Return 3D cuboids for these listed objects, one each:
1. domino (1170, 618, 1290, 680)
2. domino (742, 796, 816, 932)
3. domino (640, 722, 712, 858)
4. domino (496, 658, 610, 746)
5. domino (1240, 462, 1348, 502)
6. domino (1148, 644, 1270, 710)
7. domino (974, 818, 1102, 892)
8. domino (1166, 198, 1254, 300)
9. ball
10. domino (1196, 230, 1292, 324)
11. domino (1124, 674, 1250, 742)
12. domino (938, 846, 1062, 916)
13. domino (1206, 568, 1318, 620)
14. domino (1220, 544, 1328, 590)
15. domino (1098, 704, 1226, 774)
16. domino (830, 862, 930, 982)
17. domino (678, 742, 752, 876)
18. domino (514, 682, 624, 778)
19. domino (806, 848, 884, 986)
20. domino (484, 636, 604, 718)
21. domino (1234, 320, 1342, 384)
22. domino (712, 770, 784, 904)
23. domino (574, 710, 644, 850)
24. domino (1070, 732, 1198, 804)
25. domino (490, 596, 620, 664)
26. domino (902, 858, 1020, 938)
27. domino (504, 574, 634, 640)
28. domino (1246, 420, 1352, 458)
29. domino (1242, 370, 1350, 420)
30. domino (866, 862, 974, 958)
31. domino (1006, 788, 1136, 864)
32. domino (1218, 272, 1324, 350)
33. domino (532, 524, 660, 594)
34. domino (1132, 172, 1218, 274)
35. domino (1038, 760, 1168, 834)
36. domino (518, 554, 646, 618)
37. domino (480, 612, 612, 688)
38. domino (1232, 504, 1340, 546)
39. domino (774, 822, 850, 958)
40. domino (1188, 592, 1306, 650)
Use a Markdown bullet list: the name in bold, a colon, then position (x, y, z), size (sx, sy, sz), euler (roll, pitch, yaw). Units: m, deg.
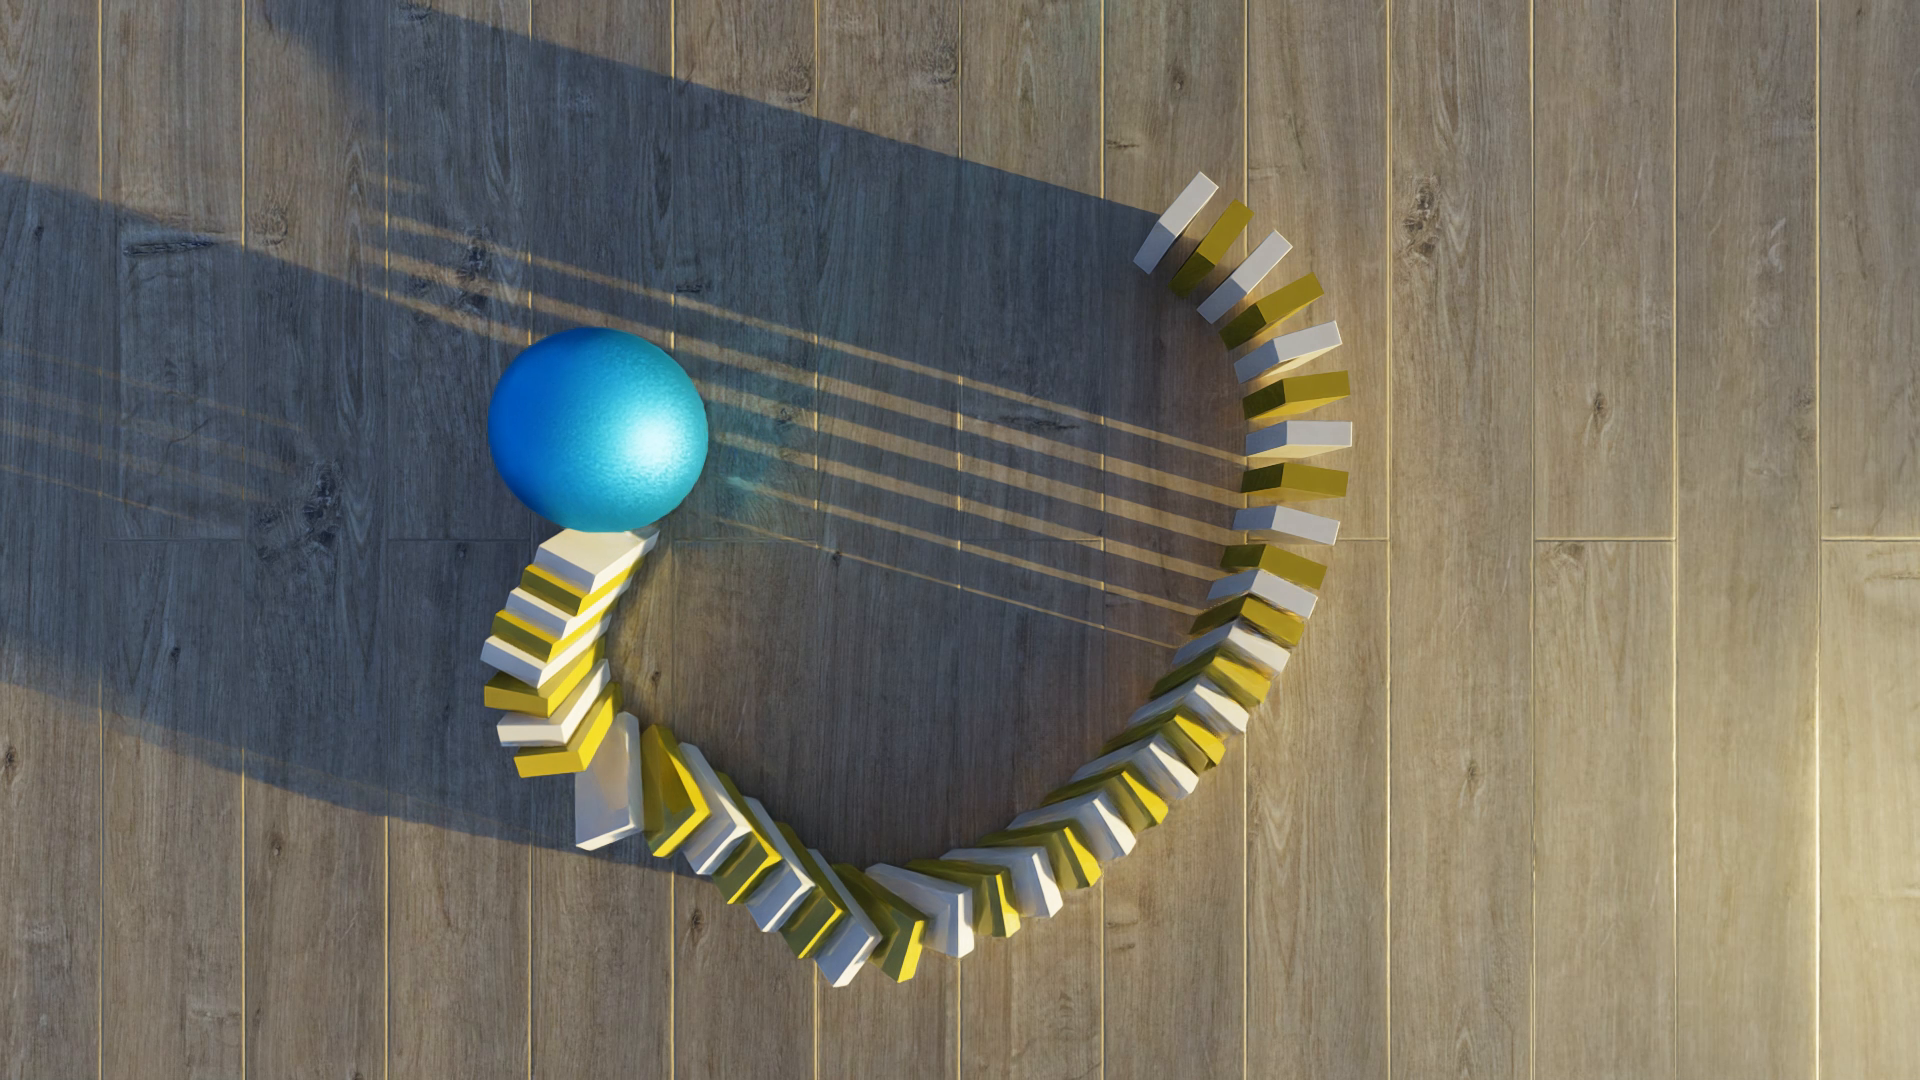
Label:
- **domino**: position (0.109, 0.050, 0.375), size (0.025, 0.050, 0.010), euler (34, 64, 0)
- **domino**: position (-0.083, 0.134, 0.381), size (0.025, 0.010, 0.050), euler (-49, 54, 1)
- **domino**: position (-0.124, 0.103, 0.380), size (0.025, 0.009, 0.050), euler (-45, 52, 2)
- **domino**: position (-0.165, 0.066, 0.375), size (0.025, 0.050, 0.010), euler (0, 113, 0)
- **domino**: position (0.136, -0.023, 0.375), size (0.025, 0.050, 0.010), euler (9, 90, 0)
- **domino**: position (0.101, 0.062, 0.376), size (0.025, 0.050, 0.009), euler (37, 58, 0)
- **domino**: position (0.031, 0.133, 0.381), size (0.050, 0.010, 0.025), euler (-25, 90, 38)
- **domino**: position (0.101, -0.118, 0.375), size (0.010, 0.050, 0.025), euler (37, 90, 0)
- **ball**: position (-0.140, -0.042, 0.360), size (0.080, 0.080, 0.080), euler (0, 90, 0)
- **domino**: position (0.115, -0.106, 0.375), size (0.009, 0.050, 0.025), euler (44, 90, 0)
- **domino**: position (0.092, 0.075, 0.377), size (0.025, 0.050, 0.009), euler (41, 52, 0)
- **domino**: position (0.016, 0.142, 0.381), size (0.050, 0.009, 0.025), euler (-17, 90, 38)
- **domino**: position (0.122, 0.024, 0.375), size (0.025, 0.050, 0.010), euler (26, 80, 0)
- **domino**: position (0.127, 0.011, 0.375), size (0.025, 0.050, 0.009), euler (21, 89, 0)
- **domino**: position (0.082, 0.088, 0.378), size (0.025, 0.050, 0.009), euler (46, 48, 0)
- **domino**: position (-0.037, 0.158, 0.381), size (0.050, 0.010, 0.025), euler (17, 91, 38)
- **domino**: position (-0.110, 0.111, 0.382), size (0.025, 0.010, 0.050), euler (-48, 55, 0)
- **domino**: position (-0.159, 0.077, 0.375), size (0.025, 0.050, 0.010), euler (-6, 113, 0)
- **domino**: position (-0.056, 0.156, 0.381), size (0.050, 0.009, 0.025), euler (39, 94, 36)
- **domino**: position (-0.169, 0.053, 0.375), size (0.025, 0.050, 0.010), euler (11, 113, 0)
- **domino**: position (0.133, -0.076, 0.375), size (0.025, 0.050, 0.010), euler (-16, 90, 0)
- **domino**: position (-0.097, 0.123, 0.382), size (0.025, 0.009, 0.050), euler (-48, 55, 0)
- **domino**: position (-0.146, 0.099, 0.381), size (0.025, 0.009, 0.050), euler (-22, 56, 7)
- **domino**: position (0.071, 0.100, 0.379), size (0.025, 0.010, 0.050), euler (50, 134, 0)
- **domino**: position (-0.164, 0.029, 0.375), size (0.025, 0.050, 0.010), euler (28, 114, 0)
- **domino**: position (0.000, 0.148, 0.381), size (0.050, 0.009, 0.025), euler (-10, 90, 37)
- **domino**: position (-0.158, 0.020, 0.375), size (0.025, 0.050, 0.010), euler (28, 114, 0)
- **domino**: position (0.137, -0.041, 0.375), size (0.025, 0.050, 0.009), euler (1, 90, 0)
- **domino**: position (0.136, -0.059, 0.375), size (0.025, 0.050, 0.009), euler (-7, 90, 0)
- **domino**: position (-0.018, 0.153, 0.381), size (0.050, 0.009, 0.025), euler (0, 90, 37)
- **domino**: position (0.045, 0.122, 0.380), size (0.050, 0.010, 0.025), euler (-32, 90, 39)
- **domino**: position (0.126, -0.092, 0.375), size (0.025, 0.050, 0.010), euler (-28, 90, 0)
- **domino**: position (-0.147, 0.003, 0.375), size (0.025, 0.050, 0.010), euler (28, 114, 0)
- **domino**: position (0.087, -0.128, 0.375), size (0.009, 0.050, 0.025), euler (40, 90, 0)
- **domino**: position (0.059, 0.111, 0.380), size (0.050, 0.010, 0.025), euler (-37, 90, 41)
- **domino**: position (-0.153, 0.012, 0.375), size (0.025, 0.050, 0.009), euler (28, 114, 0)
- **domino**: position (-0.168, 0.039, 0.375), size (0.025, 0.050, 0.010), euler (27, 114, 0)
- **domino**: position (0.132, -0.006, 0.375), size (0.025, 0.050, 0.010), euler (15, 90, 0)
- **domino**: position (-0.070, 0.145, 0.381), size (0.025, 0.010, 0.050), euler (-51, 54, 2)
- **domino**: position (0.116, 0.037, 0.375), size (0.025, 0.050, 0.010), euler (30, 72, 0)
